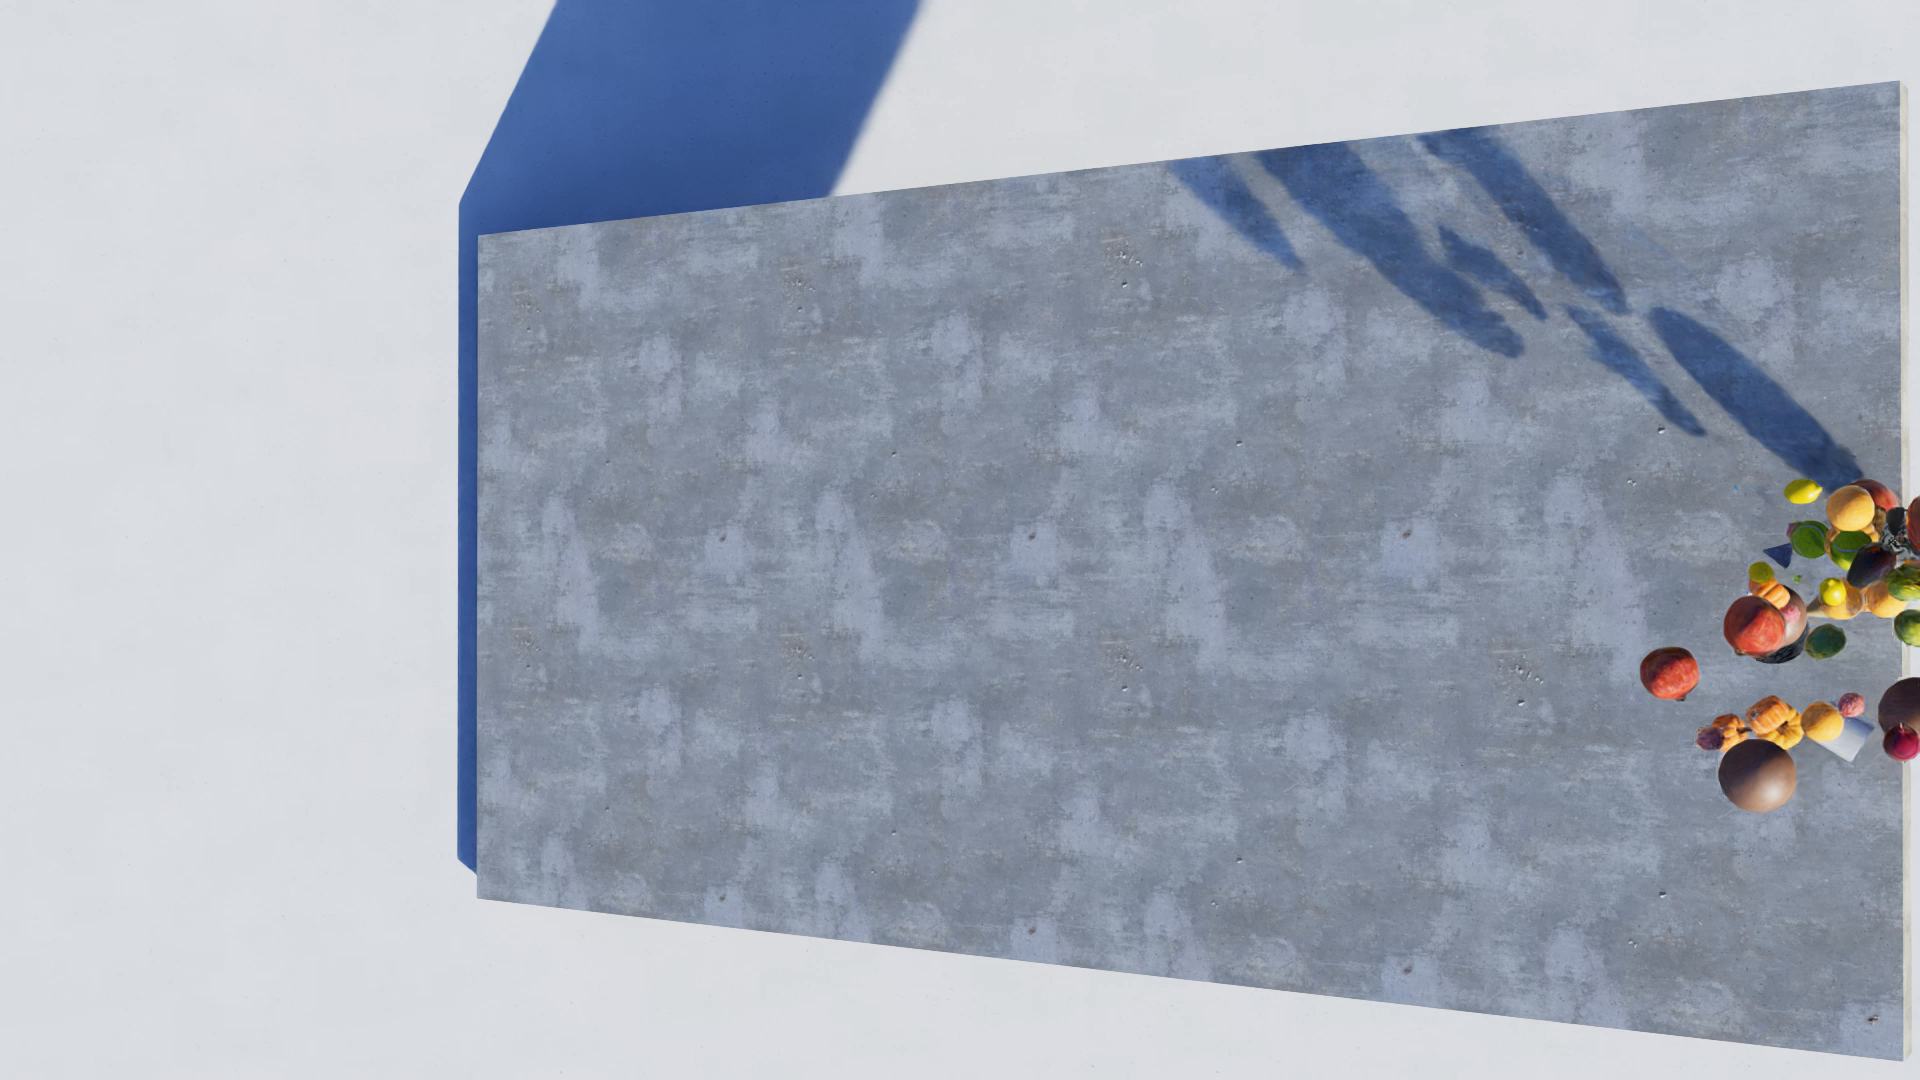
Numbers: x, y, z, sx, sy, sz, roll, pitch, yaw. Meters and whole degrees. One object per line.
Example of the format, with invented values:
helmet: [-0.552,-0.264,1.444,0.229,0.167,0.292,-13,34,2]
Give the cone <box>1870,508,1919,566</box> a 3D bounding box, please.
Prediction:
cone: [1.525,0.015,3.602,0.098,0.098,0.098,14,50,-18]

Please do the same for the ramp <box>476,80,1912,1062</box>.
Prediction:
ramp: [0.259,0.071,5.597,4.000,0.100,2.000,0,89,32]

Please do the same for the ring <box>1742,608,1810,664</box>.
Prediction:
ring: [1.642,0.192,4.424,0.131,0.131,0.044,-39,129,0]

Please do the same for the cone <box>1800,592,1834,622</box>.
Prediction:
cone: [1.701,0.139,4.384,0.060,0.060,0.060,-14,89,35]

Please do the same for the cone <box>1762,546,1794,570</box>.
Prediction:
cone: [1.650,0.027,4.452,0.055,0.055,0.055,24,89,24]

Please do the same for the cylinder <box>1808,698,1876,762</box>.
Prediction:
cylinder: [1.709,0.369,4.260,0.090,0.090,0.090,34,90,22]

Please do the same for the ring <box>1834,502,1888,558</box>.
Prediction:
ring: [1.793,-0.020,4.347,0.130,0.130,0.043,41,59,0]
